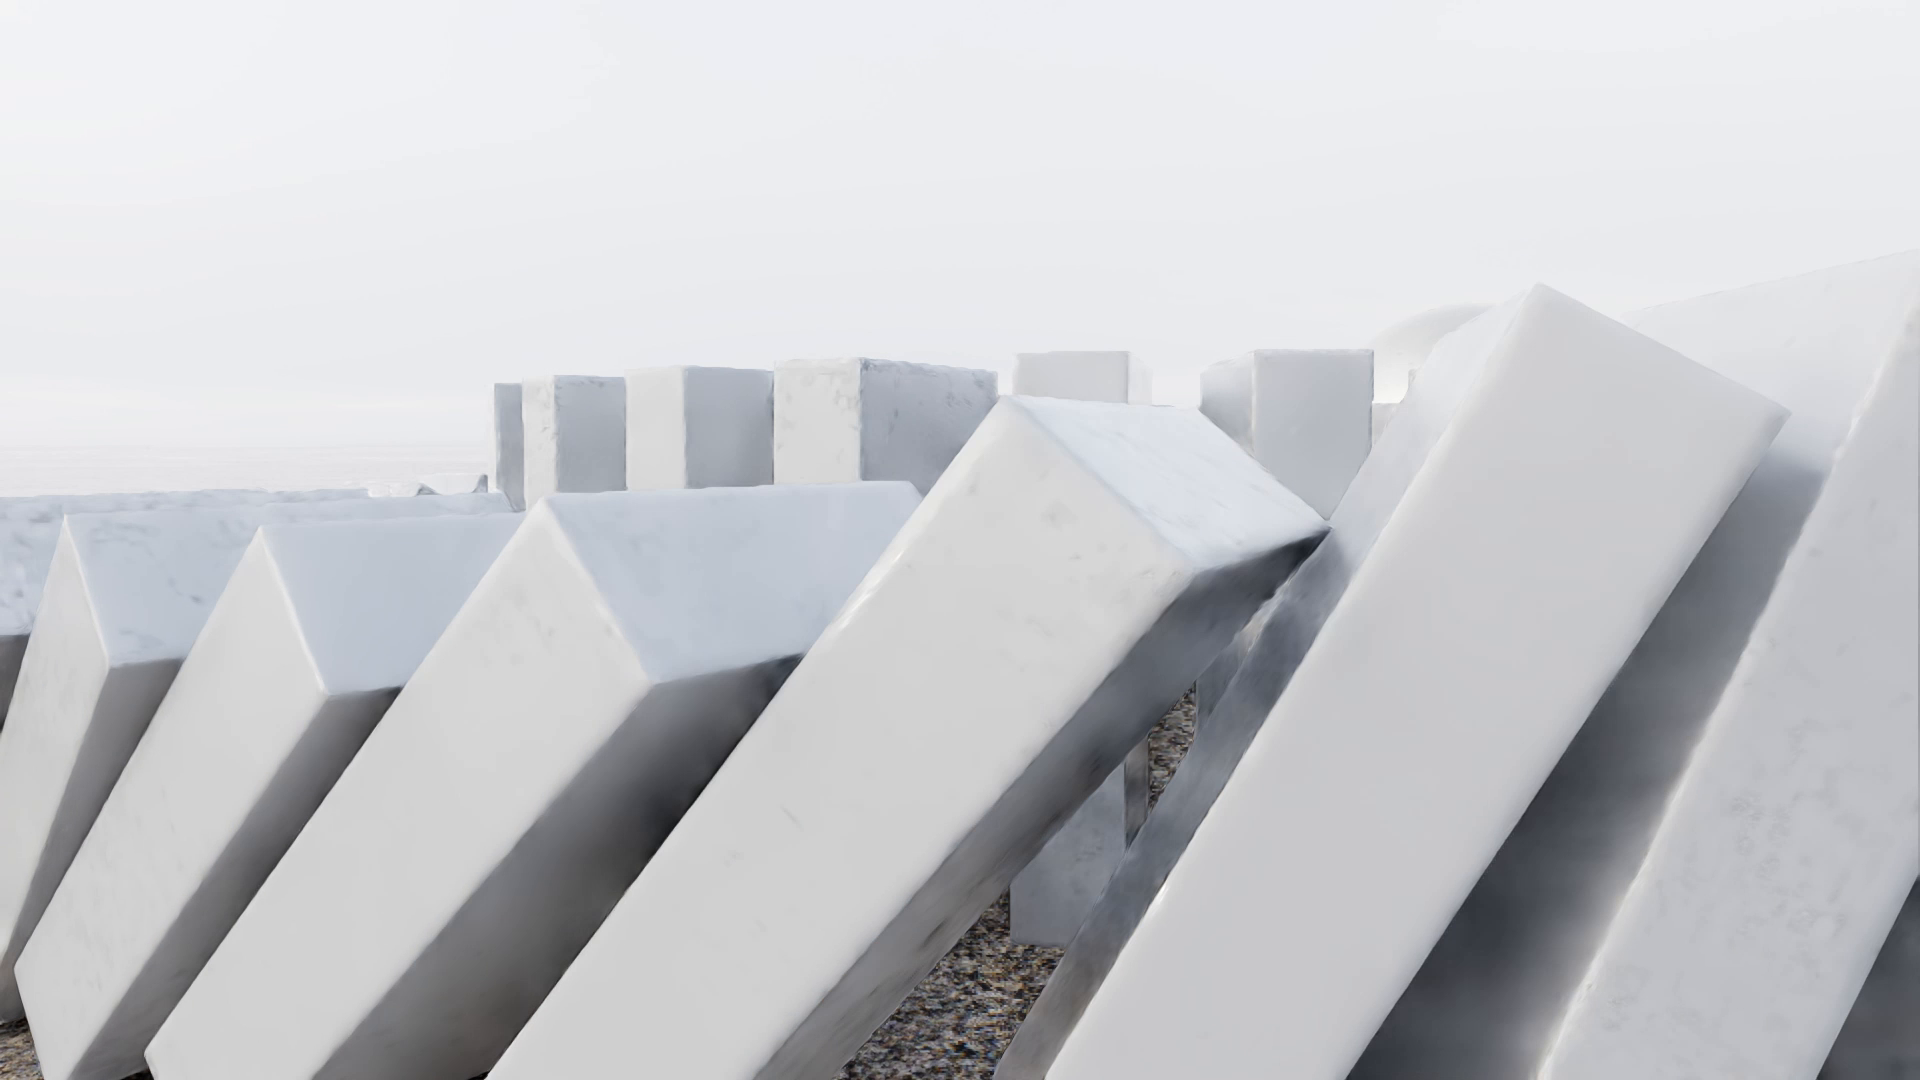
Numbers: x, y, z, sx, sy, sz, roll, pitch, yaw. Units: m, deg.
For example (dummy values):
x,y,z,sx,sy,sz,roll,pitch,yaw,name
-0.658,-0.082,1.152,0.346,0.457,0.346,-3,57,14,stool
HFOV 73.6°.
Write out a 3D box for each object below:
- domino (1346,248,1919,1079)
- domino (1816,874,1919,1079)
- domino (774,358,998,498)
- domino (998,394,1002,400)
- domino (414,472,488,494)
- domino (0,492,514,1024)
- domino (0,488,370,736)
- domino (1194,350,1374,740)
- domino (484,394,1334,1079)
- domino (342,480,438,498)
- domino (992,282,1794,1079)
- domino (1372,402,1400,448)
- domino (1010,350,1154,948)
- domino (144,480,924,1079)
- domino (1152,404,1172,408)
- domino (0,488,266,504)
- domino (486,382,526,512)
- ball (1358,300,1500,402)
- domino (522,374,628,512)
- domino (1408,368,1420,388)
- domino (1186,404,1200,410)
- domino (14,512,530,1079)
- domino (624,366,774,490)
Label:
x,y,z,sx,sy,sz,roll,pitch,yaw,name
0.031,0.013,0.061,0.009,0.050,0.025,23,5,1,domino
0.048,0.012,0.063,0.010,0.050,0.025,8,4,-4,domino
-0.006,0.008,0.126,0.009,0.050,0.025,2,5,30,domino
0.000,0.002,0.201,0.025,0.050,0.010,0,4,0,domino
-0.095,0.003,0.284,0.025,0.010,0.050,1,-30,37,domino
-0.051,0.016,0.090,0.025,0.010,0.050,-7,-31,-48,domino
-0.064,0.015,0.100,0.025,0.009,0.050,-6,-31,-43,domino
0.028,0.009,0.117,0.009,0.050,0.025,0,4,1,domino
-0.004,0.016,0.065,0.009,0.050,0.025,44,21,17,domino
-0.103,0.005,0.268,0.025,0.009,0.050,3,-28,32,domino
0.015,0.014,0.061,0.009,0.050,0.025,31,10,9,domino
0.085,-0.001,0.248,0.009,0.050,0.025,3,5,32,domino
0.012,0.009,0.119,0.010,0.050,0.025,1,4,13,domino
-0.023,0.017,0.072,0.050,0.009,0.025,-46,-21,28,domino
0.031,-0.002,0.255,0.010,0.050,0.025,-2,5,-23,domino
-0.076,0.015,0.111,0.025,0.009,0.050,-5,-32,-37,domino
-0.048,0.005,0.168,0.025,0.050,0.010,-2,5,-27,domino
0.135,-0.023,0.342,0.080,0.080,0.080,0,4,0,ball
-0.037,0.006,0.152,0.025,0.050,0.009,-4,6,-39,domino
0.052,0.009,0.119,0.010,0.050,0.025,-1,4,-12,domino
0.051,-0.002,0.259,0.010,0.050,0.025,0,4,4,domino
-0.038,0.017,0.081,0.050,0.010,0.025,-44,-22,31,domino
-0.022,0.007,0.137,0.009,0.050,0.025,4,6,40,domino
